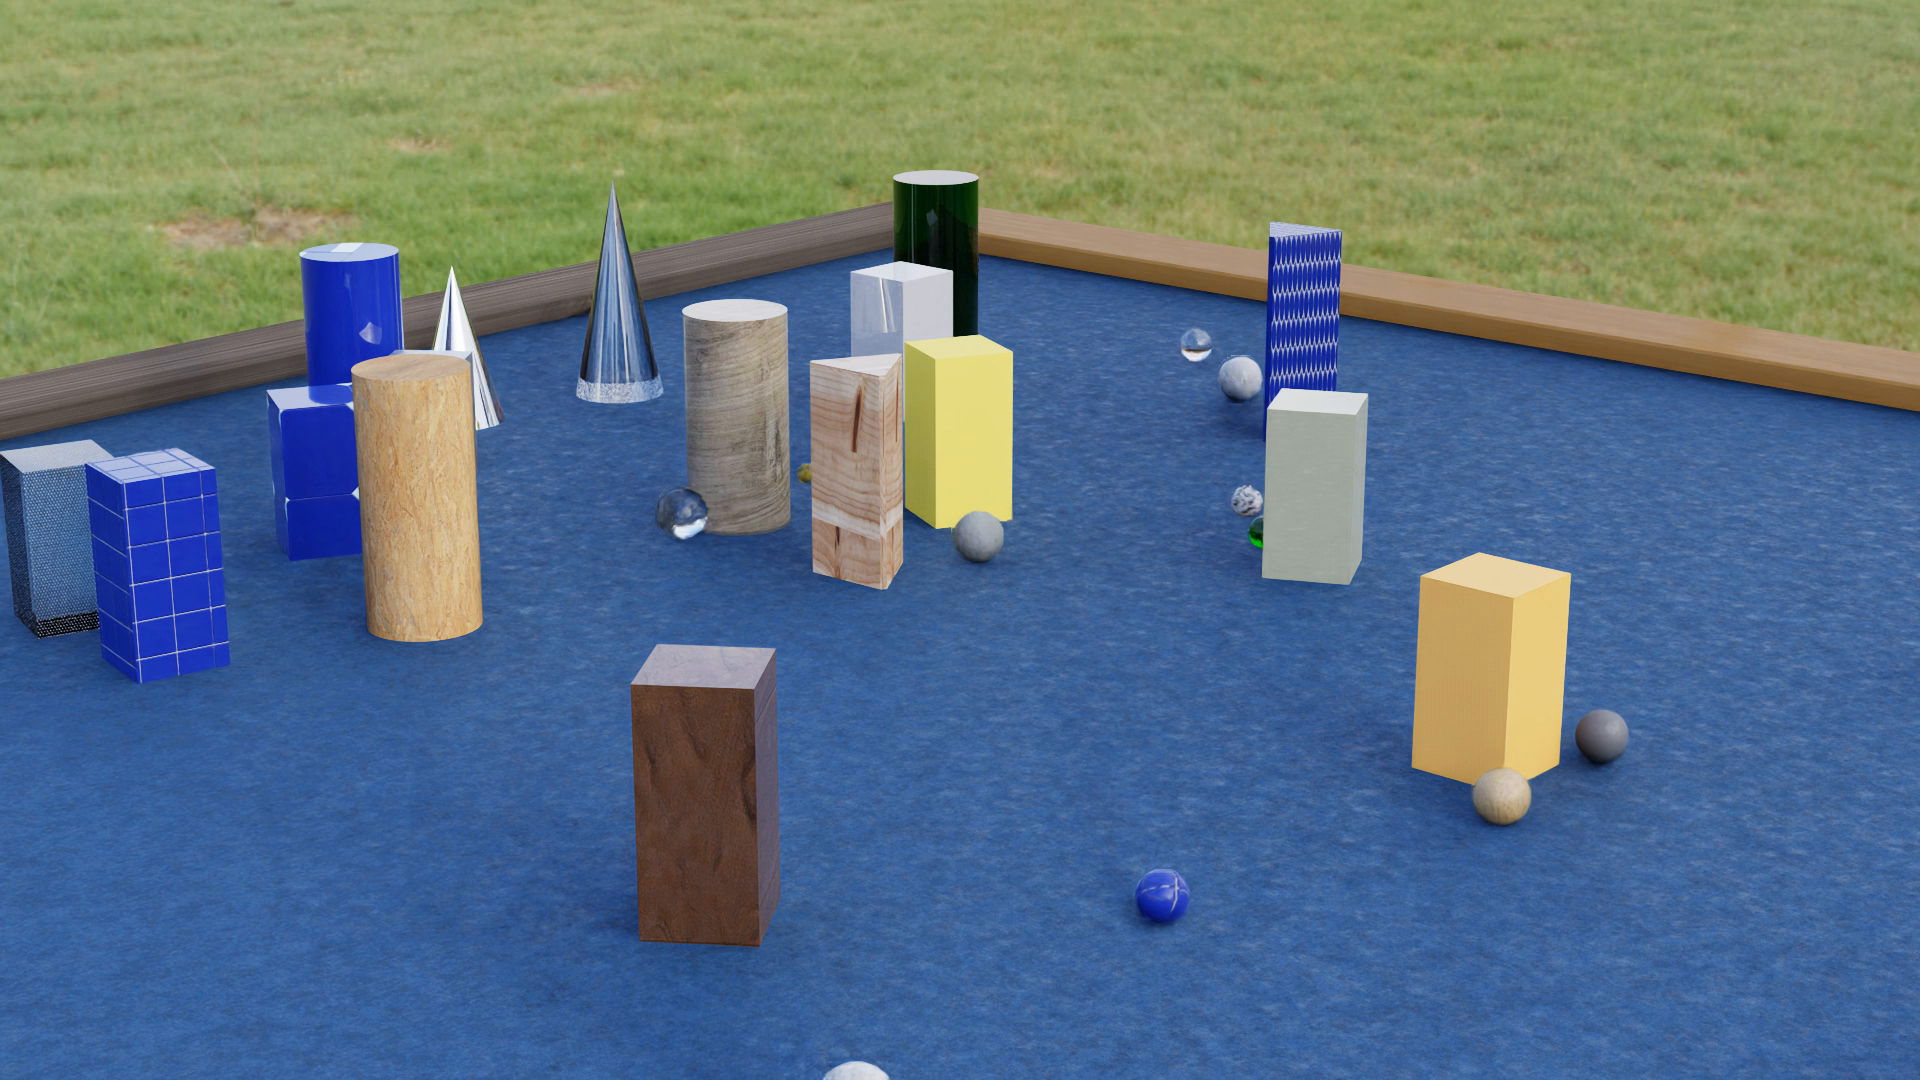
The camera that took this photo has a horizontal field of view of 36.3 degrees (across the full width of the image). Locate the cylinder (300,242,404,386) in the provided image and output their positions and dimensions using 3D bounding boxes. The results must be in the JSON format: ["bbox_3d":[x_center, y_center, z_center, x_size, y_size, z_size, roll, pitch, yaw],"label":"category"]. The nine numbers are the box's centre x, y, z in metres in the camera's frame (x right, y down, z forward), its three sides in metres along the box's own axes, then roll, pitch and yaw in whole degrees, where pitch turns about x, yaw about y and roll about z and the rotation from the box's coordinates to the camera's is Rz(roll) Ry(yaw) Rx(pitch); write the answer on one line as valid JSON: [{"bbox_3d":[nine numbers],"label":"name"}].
[{"bbox_3d":[-1.223,-0.371,5.935,0.195,0.430,0.195,0,17,0],"label":"cylinder"}]

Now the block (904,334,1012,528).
[{"bbox_3d":[-0.003,-0.207,5.568,0.156,0.327,0.156,-7,18,-22],"label":"block"}]

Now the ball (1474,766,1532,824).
[{"bbox_3d":[0.762,0.359,4.118,0.081,0.081,0.081,0,17,0],"label":"ball"}]

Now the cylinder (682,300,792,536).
[{"bbox_3d":[-0.418,-0.232,5.510,0.195,0.408,0.195,0,17,0],"label":"cylinder"}]

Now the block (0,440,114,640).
[{"bbox_3d":[-1.514,-0.003,4.960,0.156,0.288,0.156,-10,19,-30],"label":"block"}]

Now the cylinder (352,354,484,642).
[{"bbox_3d":[-0.908,-0.072,4.914,0.195,0.447,0.195,0,17,0],"label":"cylinder"}]

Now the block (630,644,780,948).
[{"bbox_3d":[-0.323,0.326,3.762,0.156,0.349,0.156,2,17,6],"label":"block"}]

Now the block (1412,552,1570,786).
[{"bbox_3d":[0.778,0.192,4.297,0.156,0.297,0.156,15,22,40],"label":"block"}]

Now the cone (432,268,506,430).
[{"bbox_3d":[-1.076,-0.419,6.255,0.195,0.337,0.195,0,17,0],"label":"cone"}]

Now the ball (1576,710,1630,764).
[{"bbox_3d":[0.952,0.291,4.346,0.079,0.079,0.079,0,17,0],"label":"ball"}]

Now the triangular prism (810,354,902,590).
[{"bbox_3d":[-0.153,-0.130,5.209,0.169,0.386,0.146,13,21,38],"label":"triangular prism"}]

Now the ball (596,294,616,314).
[{"bbox_3d":[-0.882,-0.586,7.303,0.052,0.052,0.052,0,17,0],"label":"ball"}]

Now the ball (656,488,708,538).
[{"bbox_3d":[-0.517,-0.049,5.449,0.094,0.094,0.094,0,17,0],"label":"ball"}]

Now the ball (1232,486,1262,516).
[{"bbox_3d":[0.547,-0.074,5.589,0.060,0.060,0.060,0,17,0],"label":"ball"}]

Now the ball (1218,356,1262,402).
[{"bbox_3d":[0.617,-0.355,6.455,0.097,0.097,0.097,0,17,0],"label":"ball"}]

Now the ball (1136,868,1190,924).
[{"bbox_3d":[0.262,0.461,3.797,0.071,0.071,0.071,0,17,0],"label":"ball"}]

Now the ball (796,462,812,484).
[{"bbox_3d":[-0.304,-0.133,5.819,0.041,0.041,0.041,0,17,0],"label":"ball"}]

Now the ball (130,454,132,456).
[{"bbox_3d":[-1.637,-0.144,5.832,0.055,0.055,0.055,0,17,0],"label":"ball"}]

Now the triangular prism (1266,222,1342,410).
[{"bbox_3d":[0.684,-0.441,6.158,0.169,0.435,0.146,-7,18,-23],"label":"triangular prism"}]

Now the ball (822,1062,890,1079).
[{"bbox_3d":[-0.114,0.621,3.229,0.093,0.093,0.093,0,17,0],"label":"ball"}]

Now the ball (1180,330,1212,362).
[{"bbox_3d":[0.549,-0.452,6.820,0.073,0.073,0.073,0,17,0],"label":"ball"}]

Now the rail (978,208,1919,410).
[{"bbox_3d":[1.521,-0.474,6.798,4.413,0.127,0.045,14,22,39],"label":"rail"}]

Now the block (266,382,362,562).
[{"bbox_3d":[-1.171,-0.126,5.377,0.156,0.283,0.156,-6,18,-20],"label":"block"}]

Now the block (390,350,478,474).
[{"bbox_3d":[-1.053,-0.236,5.800,0.156,0.249,0.156,1,17,4],"label":"block"}]

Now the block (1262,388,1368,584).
[{"bbox_3d":[0.634,-0.097,5.232,0.156,0.310,0.156,5,17,15],"label":"block"}]

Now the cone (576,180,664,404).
[{"bbox_3d":[-0.758,-0.559,6.468,0.195,0.482,0.195,0,17,0],"label":"cone"}]

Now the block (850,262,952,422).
[{"bbox_3d":[-0.125,-0.432,6.350,0.156,0.305,0.156,15,22,40],"label":"block"}]

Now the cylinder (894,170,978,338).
[{"bbox_3d":[-0.055,-0.614,6.724,0.195,0.438,0.195,0,17,0],"label":"cylinder"}]

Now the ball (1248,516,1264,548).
[{"bbox_3d":[0.560,-0.015,5.392,0.061,0.061,0.061,0,17,0],"label":"ball"}]

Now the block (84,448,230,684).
[{"bbox_3d":[-1.297,0.039,4.743,0.156,0.332,0.156,-12,21,-34],"label":"block"}]

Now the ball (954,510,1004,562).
[{"bbox_3d":[0.034,-0.007,5.311,0.092,0.092,0.092,0,17,0],"label":"ball"}]

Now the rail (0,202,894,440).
[{"bbox_3d":[-1.648,-0.382,6.490,0.045,0.127,4.688,14,22,39],"label":"rail"}]
